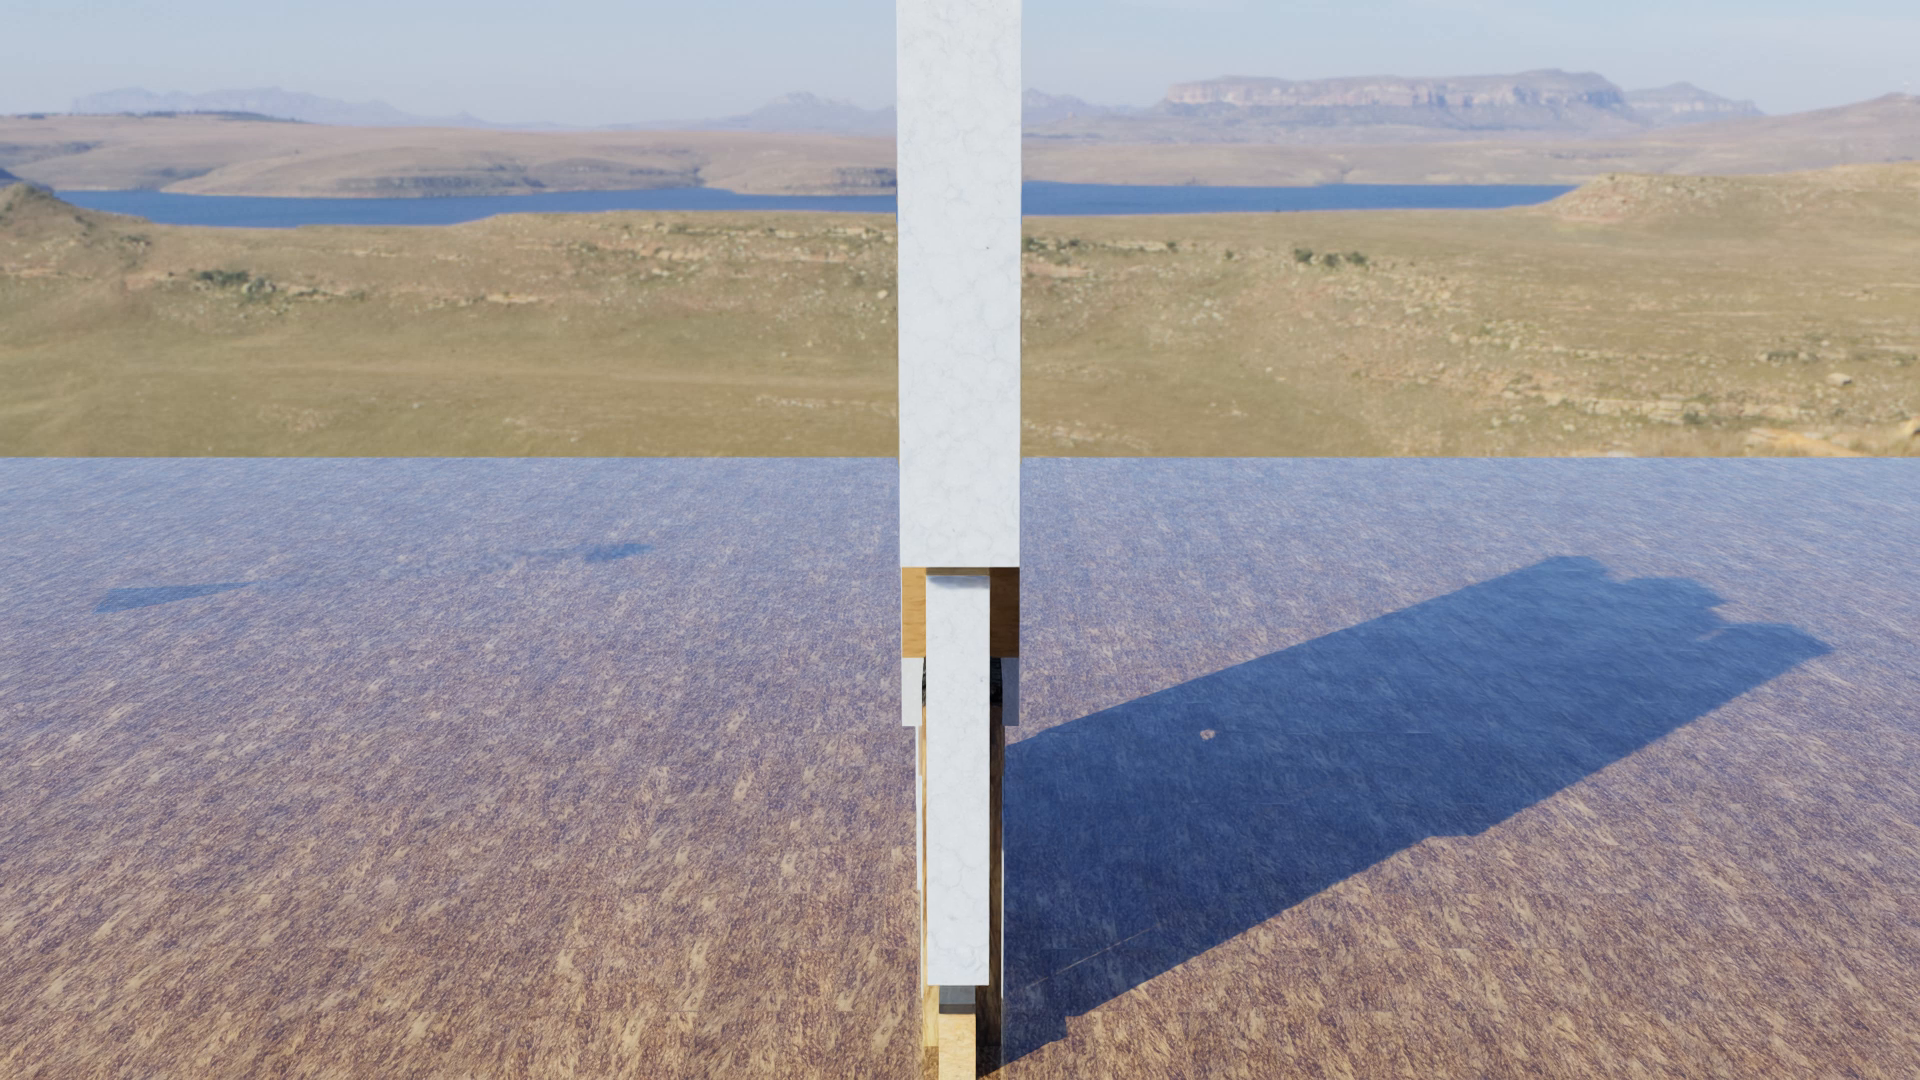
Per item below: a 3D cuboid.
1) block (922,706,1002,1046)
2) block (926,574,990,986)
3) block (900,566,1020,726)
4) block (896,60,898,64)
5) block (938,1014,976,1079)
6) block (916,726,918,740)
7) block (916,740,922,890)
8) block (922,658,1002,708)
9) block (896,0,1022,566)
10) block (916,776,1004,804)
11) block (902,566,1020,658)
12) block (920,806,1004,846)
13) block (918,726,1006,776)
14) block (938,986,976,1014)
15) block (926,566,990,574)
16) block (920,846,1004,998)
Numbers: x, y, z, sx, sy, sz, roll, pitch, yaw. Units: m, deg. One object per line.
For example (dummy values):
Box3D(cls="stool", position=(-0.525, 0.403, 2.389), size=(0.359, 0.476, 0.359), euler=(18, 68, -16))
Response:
Box3D(cls="block", position=(0.003, 0.459, 3.028), size=(0.108, 0.491, 0.031), euler=(0, 10, 0))
Box3D(cls="block", position=(-0.003, 0.316, 2.950), size=(0.084, 0.578, 0.024), euler=(0, 9, 0))
Box3D(cls="block", position=(0.000, -0.010, 3.187), size=(0.171, 0.565, 0.049), euler=(0, 10, 0))
Box3D(cls="block", position=(-0.002, -0.683, 3.073), size=(0.164, 0.047, 0.329), euler=(0, 10, 0))
Box3D(cls="block", position=(-0.004, 0.675, 2.943), size=(0.049, 0.097, 0.014), euler=(0, 11, 0))
Box3D(cls="block", position=(-0.005, 0.284, 3.743), size=(0.134, 0.038, 0.268), euler=(0, 11, 0))
Box3D(cls="block", position=(-0.005, 0.451, 3.683), size=(0.134, 0.268, 0.038), euler=(0, 11, 0))
Box3D(cls="block", position=(0.003, 0.189, 3.053), size=(0.108, 0.031, 0.217), euler=(0, 10, 0))
Box3D(cls="block", position=(-0.001, -0.450, 2.760), size=(0.153, 0.978, 0.043), euler=(0, 10, 0))
Box3D(cls="block", position=(0.000, 0.079, 4.098), size=(0.167, 0.849, 0.047), euler=(0, 11, 0))
Box3D(cls="block", position=(0.000, -0.240, 3.044), size=(0.164, 0.816, 0.047), euler=(0, 11, 0))
Box3D(cls="block", position=(0.003, 0.401, 3.275), size=(0.120, 0.034, 0.240), euler=(0, 11, 0))
Box3D(cls="block", position=(0.003, 0.207, 3.465), size=(0.136, 0.330, 0.039), euler=(0, 11, 0))
Box3D(cls="block", position=(-0.004, 0.614, 2.962), size=(0.049, 0.014, 0.097), euler=(0, 9, 0))
Box3D(cls="block", position=(-0.003, -0.033, 2.916), size=(0.084, 0.167, 0.024), euler=(0, -28, 0))
Box3D(cls="block", position=(0.003, 0.551, 3.221), size=(0.120, 0.240, 0.034), euler=(0, 11, 0))
